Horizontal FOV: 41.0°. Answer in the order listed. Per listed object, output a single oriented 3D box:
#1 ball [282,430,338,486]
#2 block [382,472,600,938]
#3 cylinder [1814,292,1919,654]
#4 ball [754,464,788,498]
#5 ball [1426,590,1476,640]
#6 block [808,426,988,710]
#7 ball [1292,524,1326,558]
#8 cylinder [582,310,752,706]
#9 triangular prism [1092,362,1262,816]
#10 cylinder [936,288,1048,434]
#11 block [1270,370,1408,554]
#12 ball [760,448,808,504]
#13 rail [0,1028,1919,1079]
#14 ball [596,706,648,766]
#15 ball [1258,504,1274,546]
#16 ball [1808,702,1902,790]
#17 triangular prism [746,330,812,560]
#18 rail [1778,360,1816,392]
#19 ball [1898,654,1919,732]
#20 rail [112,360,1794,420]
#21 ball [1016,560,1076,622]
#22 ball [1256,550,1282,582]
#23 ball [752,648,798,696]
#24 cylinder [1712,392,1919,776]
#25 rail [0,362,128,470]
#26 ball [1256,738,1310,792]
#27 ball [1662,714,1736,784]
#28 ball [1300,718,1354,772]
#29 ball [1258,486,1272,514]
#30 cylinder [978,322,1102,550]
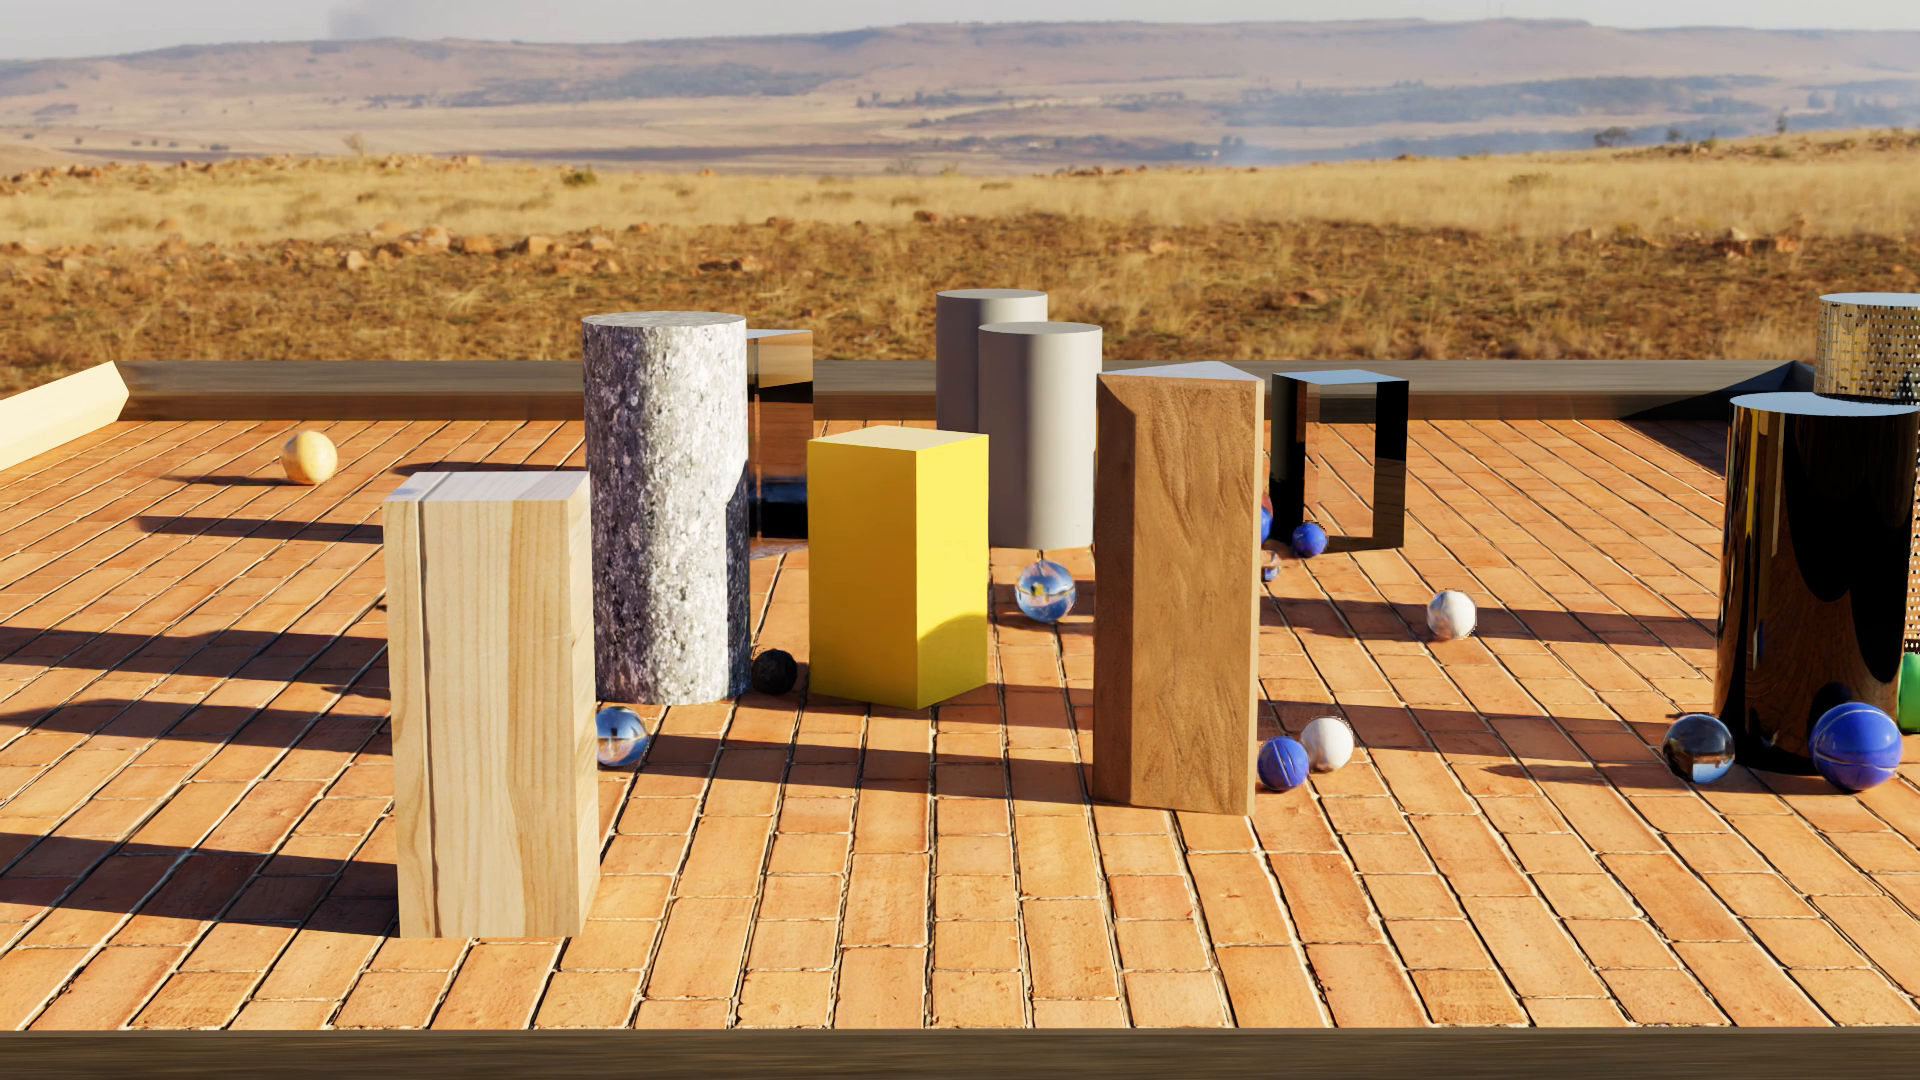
[{"bbox_3d":[-1.133,-0.143,4.467,0.094,0.094,0.094,0,11,0],"label":"ball"},{"bbox_3d":[-0.398,0.138,2.202,0.151,0.373,0.151,0,11,-1],"label":"block"},{"bbox_3d":[1.164,-0.084,3.221,0.189,0.436,0.189,0,11,0],"label":"cylinder"},{"bbox_3d":[-0.319,-0.099,4.336,0.056,0.056,0.056,0,11,0],"label":"ball"},{"bbox_3d":[0.627,0.096,3.274,0.062,0.062,0.062,0,11,0],"label":"ball"},{"bbox_3d":[-0.071,0.028,2.995,0.151,0.298,0.151,7,12,32],"label":"block"},{"bbox_3d":[0.518,0.001,3.813,0.052,0.052,0.052,0,11,0],"label":"ball"},{"bbox_3d":[-0.341,-0.041,2.994,0.189,0.434,0.189,0,11,0],"label":"cylinder"},{"bbox_3d":[0.233,0.042,2.565,0.163,0.428,0.141,4,11,20],"label":"triangular prism"},{"bbox_3d":[0.054,-0.249,4.367,0.189,0.340,0.189,0,11,0],"label":"cylinder"},{"bbox_3d":[0.576,-0.122,3.913,0.151,0.256,0.151,-4,11,-21],"label":"block"},{"bbox_3d":[-0.286,-0.105,4.268,0.094,0.094,0.094,0,11,0],"label":"ball"},{"bbox_3d":[0.011,0.366,1.655,3.449,0.122,0.045,0,11,0],"label":"rail"},{"bbox_3d":[-0.359,0.205,2.684,0.064,0.064,0.064,0,11,0],"label":"ball"},{"bbox_3d":[0.437,-0.024,3.871,0.070,0.070,0.070,0,11,0],"label":"ball"},{"bbox_3d":[0.906,0.209,2.594,0.090,0.090,0.090,0,11,0],"label":"ball"},{"bbox_3d":[-0.328,-0.149,3.858,0.141,0.329,0.163,8,13,38],"label":"triangular prism"},{"bbox_3d":[1.701,0.030,3.459,0.045,0.122,3.698,0,11,0],"label":"rail"},{"bbox_3d":[1.052,0.168,2.821,0.087,0.087,0.087,0,11,0],"label":"ball"},{"bbox_3d":[-0.011,-0.303,5.244,3.449,0.122,0.045,0,11,0],"label":"rail"},{"bbox_3d":[0.113,0.068,3.376,0.080,0.080,0.080,0,11,0],"label":"ball"},{"bbox_3d":[0.434,0.036,3.642,0.045,0.045,0.045,0,11,0],"label":"ball"},{"bbox_3d":[-0.216,0.154,2.985,0.054,0.054,0.054,0,11,0],"label":"ball"},{"bbox_3d":[0.899,0.043,2.705,0.189,0.376,0.189,0,11,0],"label":"cylinder"},{"bbox_3d":[-1.701,0.033,3.440,0.045,0.122,3.698,0,11,0],"label":"rail"},{"bbox_3d":[0.326,0.227,2.593,0.054,0.054,0.054,0,11,0],"label":"ball"},{"bbox_3d":[0.754,0.213,2.618,0.072,0.072,0.072,0,11,0],"label":"ball"},{"bbox_3d":[0.381,0.213,2.665,0.056,0.056,0.056,0,11,0],"label":"ball"},{"bbox_3d":[0.437,-0.046,3.953,0.090,0.090,0.090,0,11,0],"label":"ball"},{"bbox_3d":[0.122,-0.163,3.942,0.189,0.327,0.189,0,11,0],"label":"cylinder"}]
